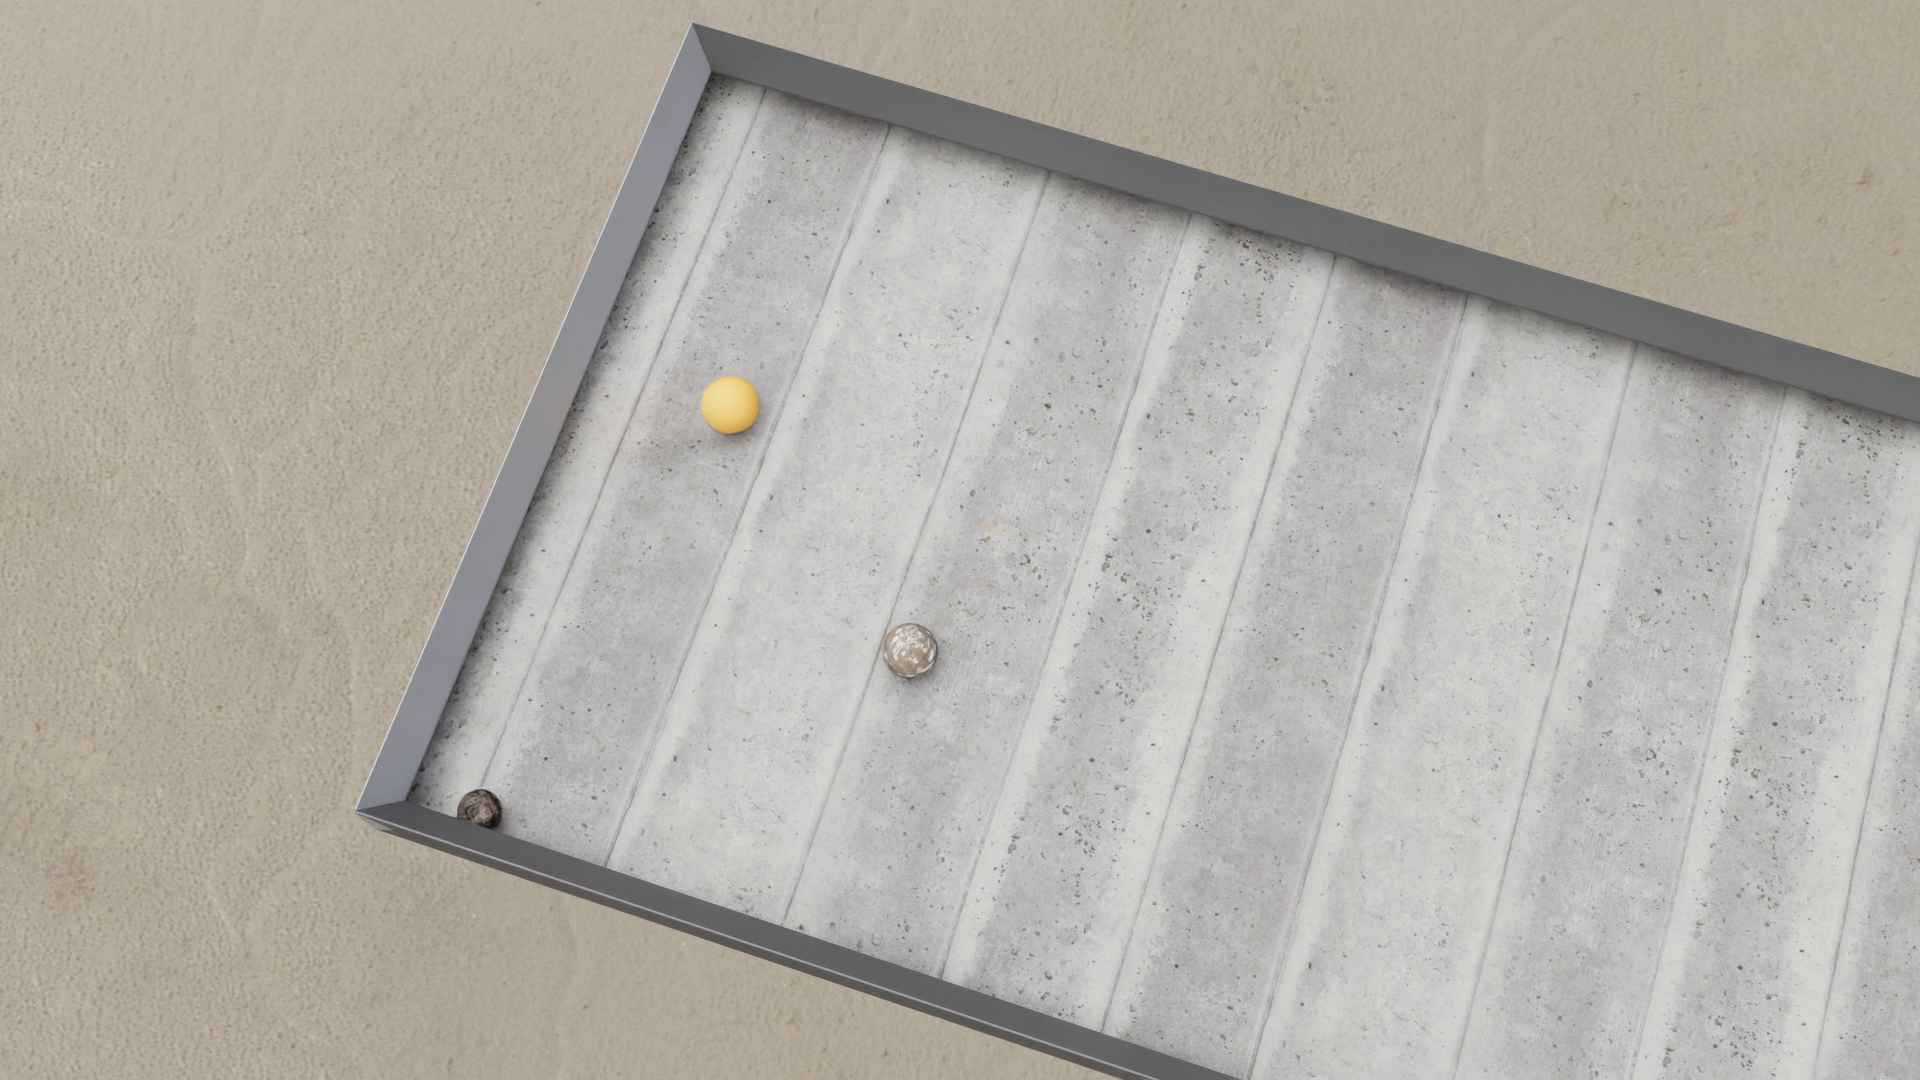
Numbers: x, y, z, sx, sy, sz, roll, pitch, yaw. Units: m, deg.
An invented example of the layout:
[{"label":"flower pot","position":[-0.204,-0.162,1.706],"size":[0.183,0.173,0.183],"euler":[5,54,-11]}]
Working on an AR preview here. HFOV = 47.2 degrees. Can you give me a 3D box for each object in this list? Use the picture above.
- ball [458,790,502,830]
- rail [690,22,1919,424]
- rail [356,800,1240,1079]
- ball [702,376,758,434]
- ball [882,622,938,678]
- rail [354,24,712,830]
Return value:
[{"label":"ball","position":[-0.718,0.406,3.286],"size":[0.066,0.066,0.066],"euler":[0,71,0]},{"label":"rail","position":[0.875,-0.404,3.541],"size":[2.796,0.118,0.045],"euler":[17,72,6]},{"label":"rail","position":[0.452,0.807,3.117],"size":[2.796,0.118,0.045],"euler":[17,72,6]},{"label":"ball","position":[-0.365,-0.215,3.490],"size":[0.091,0.091,0.091],"euler":[0,71,0]},{"label":"ball","position":[-0.076,0.169,3.359],"size":[0.086,0.086,0.086],"euler":[0,71,0]},{"label":"rail","position":[-0.641,-0.205,3.471],"size":[0.045,0.118,1.398],"euler":[17,72,6]}]
